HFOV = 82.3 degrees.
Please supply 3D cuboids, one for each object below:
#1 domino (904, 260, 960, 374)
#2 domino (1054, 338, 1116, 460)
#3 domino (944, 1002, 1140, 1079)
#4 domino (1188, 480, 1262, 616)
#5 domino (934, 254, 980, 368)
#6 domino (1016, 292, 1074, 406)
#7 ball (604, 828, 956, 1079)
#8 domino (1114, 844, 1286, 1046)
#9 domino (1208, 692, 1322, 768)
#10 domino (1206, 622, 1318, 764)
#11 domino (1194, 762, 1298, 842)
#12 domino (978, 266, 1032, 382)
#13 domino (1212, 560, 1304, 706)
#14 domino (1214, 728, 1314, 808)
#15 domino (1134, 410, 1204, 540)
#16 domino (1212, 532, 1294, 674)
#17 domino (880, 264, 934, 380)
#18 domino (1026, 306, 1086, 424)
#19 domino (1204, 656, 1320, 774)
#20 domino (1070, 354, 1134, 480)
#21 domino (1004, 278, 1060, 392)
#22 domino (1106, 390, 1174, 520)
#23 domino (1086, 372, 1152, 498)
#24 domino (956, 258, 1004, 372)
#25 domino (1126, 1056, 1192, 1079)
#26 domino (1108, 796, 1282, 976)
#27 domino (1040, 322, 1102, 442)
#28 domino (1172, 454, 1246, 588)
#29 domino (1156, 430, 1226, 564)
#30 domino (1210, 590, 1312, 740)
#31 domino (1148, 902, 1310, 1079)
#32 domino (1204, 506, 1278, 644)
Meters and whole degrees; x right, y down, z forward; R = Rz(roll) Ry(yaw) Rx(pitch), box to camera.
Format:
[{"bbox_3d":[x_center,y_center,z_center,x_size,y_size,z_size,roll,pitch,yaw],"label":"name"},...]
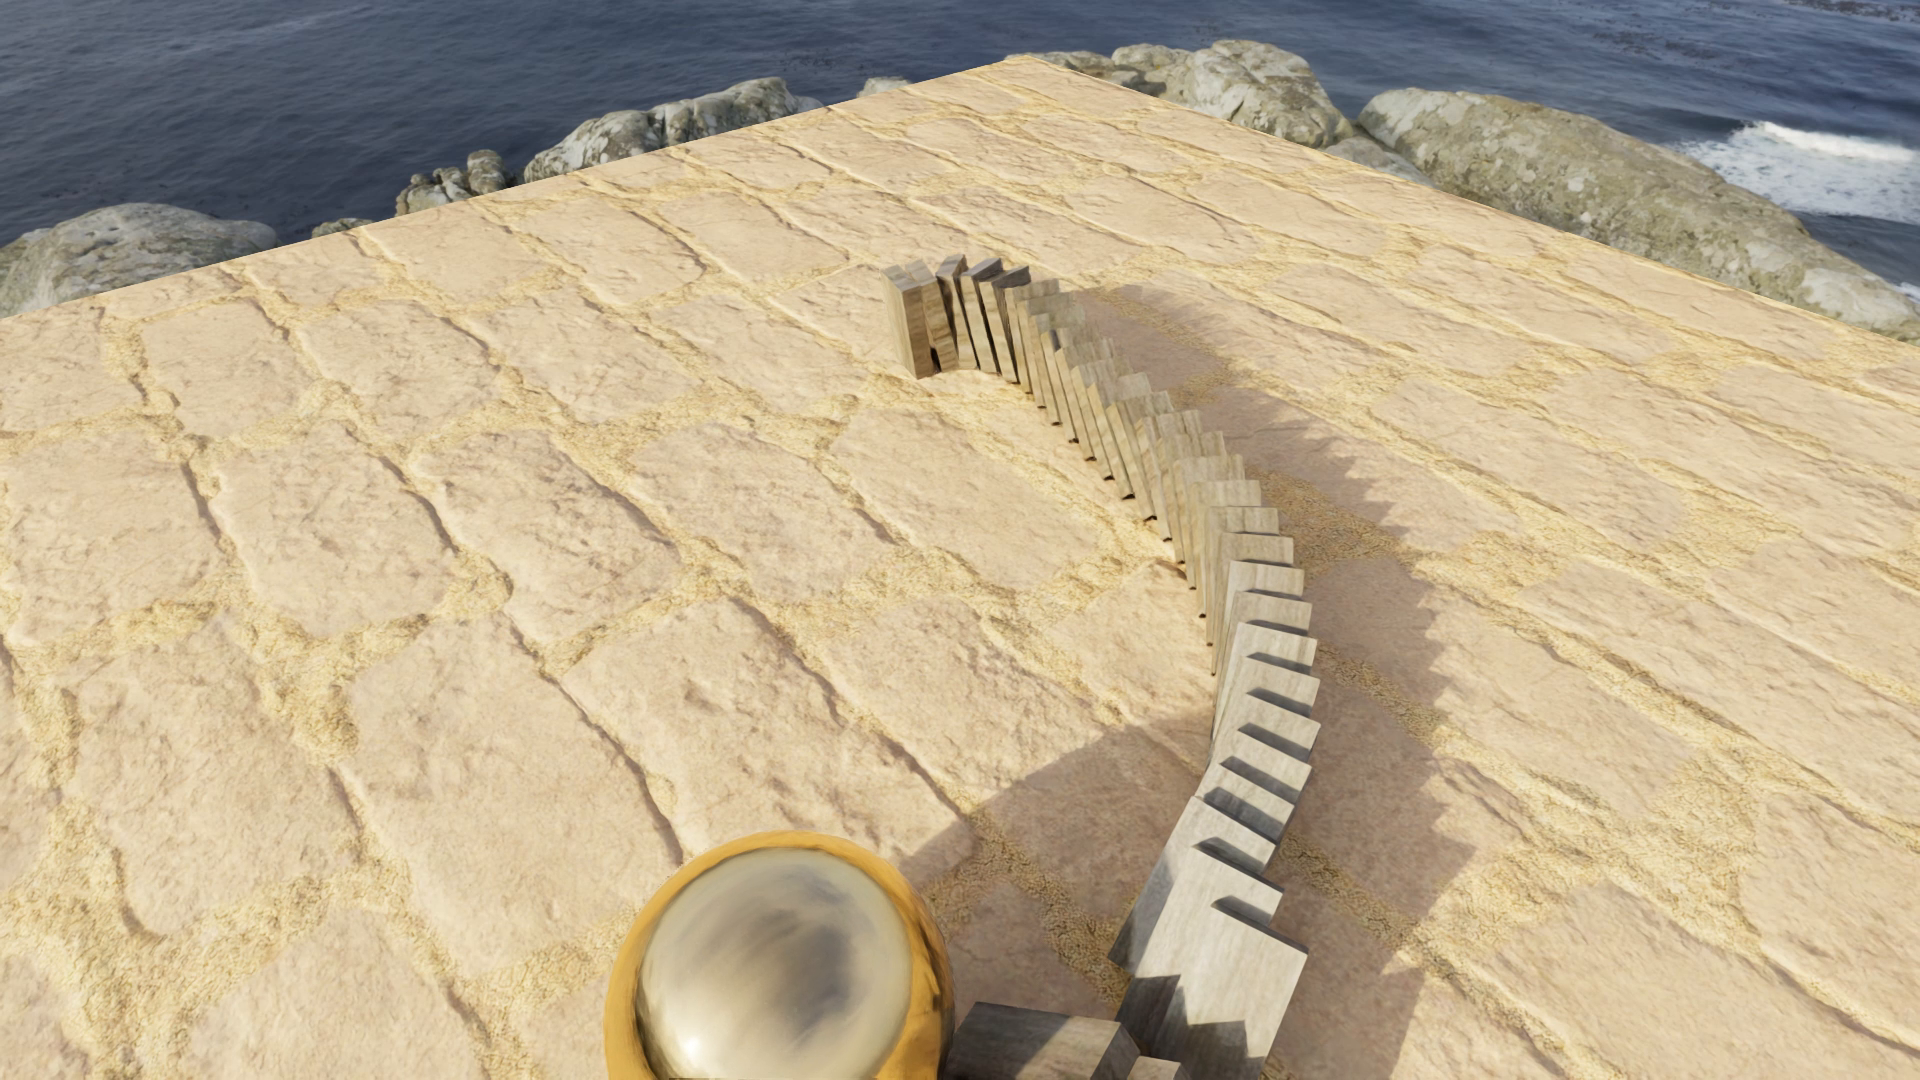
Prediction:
[{"bbox_3d":[-0.014,-0.111,0.546,0.009,0.050,0.025,-22,43,-6],"label":"domino"},{"bbox_3d":[0.062,-0.064,0.495,0.025,0.050,0.009,-15,-2,-18],"label":"domino"},{"bbox_3d":[0.016,0.127,0.265,0.050,0.010,0.025,-17,20,46],"label":"domino"},{"bbox_3d":[0.102,0.003,0.417,0.025,0.009,0.050,-2,78,-2],"label":"domino"},{"bbox_3d":[0.001,-0.114,0.550,0.009,0.050,0.025,-4,36,21],"label":"domino"},{"bbox_3d":[0.045,-0.091,0.524,0.025,0.050,0.010,-15,10,-18],"label":"domino"},{"bbox_3d":[-0.041,0.108,0.255,0.080,0.080,0.080,0,39,0],"label":"ball"},{"bbox_3d":[0.062,0.108,0.285,0.025,0.009,0.050,24,89,22],"label":"domino"},{"bbox_3d":[0.087,0.074,0.330,0.025,0.009,0.050,21,83,24],"label":"domino"},{"bbox_3d":[0.097,0.054,0.355,0.025,0.009,0.050,13,79,15],"label":"domino"},{"bbox_3d":[0.071,0.091,0.309,0.025,0.009,0.050,27,85,28],"label":"domino"},{"bbox_3d":[0.028,-0.106,0.541,0.025,0.050,0.010,-30,25,-32],"label":"domino"},{"bbox_3d":[0.103,0.034,0.379,0.025,0.009,0.050,7,79,9],"label":"domino"},{"bbox_3d":[0.080,0.083,0.319,0.025,0.010,0.050,25,85,27],"label":"domino"},{"bbox_3d":[0.091,-0.027,0.453,0.025,0.009,0.050,-10,80,-12],"label":"domino"},{"bbox_3d":[0.104,0.024,0.392,0.025,0.009,0.050,5,78,6],"label":"domino"},{"bbox_3d":[-0.026,-0.107,0.541,0.010,0.050,0.025,-23,44,-15],"label":"domino"},{"bbox_3d":[0.050,-0.082,0.515,0.025,0.050,0.009,-15,5,-18],"label":"domino"},{"bbox_3d":[0.092,0.064,0.342,0.025,0.010,0.050,16,81,19],"label":"domino"},{"bbox_3d":[0.068,-0.054,0.485,0.025,0.009,0.050,-15,85,-18],"label":"domino"},{"bbox_3d":[0.039,-0.099,0.534,0.025,0.050,0.010,-16,15,-19],"label":"domino"},{"bbox_3d":[0.082,-0.036,0.464,0.025,0.010,0.050,-15,82,-18],"label":"domino"},{"bbox_3d":[0.075,-0.045,0.474,0.025,0.010,0.050,-15,84,-18],"label":"domino"},{"bbox_3d":[0.016,-0.111,0.547,0.010,0.050,0.025,8,36,39],"label":"domino"},{"bbox_3d":[0.029,0.133,0.258,0.050,0.010,0.025,-17,20,46],"label":"domino"},{"bbox_3d":[0.063,0.098,0.298,0.025,0.009,0.050,28,90,28],"label":"domino"},{"bbox_3d":[0.056,-0.073,0.505,0.025,0.050,0.009,-15,1,-18],"label":"domino"},{"bbox_3d":[0.100,-0.007,0.429,0.025,0.010,0.050,-4,79,-5],"label":"domino"},{"bbox_3d":[0.096,-0.017,0.441,0.025,0.009,0.050,-6,80,-8],"label":"domino"},{"bbox_3d":[0.100,0.044,0.367,0.025,0.010,0.050,10,79,12],"label":"domino"},{"bbox_3d":[0.065,0.119,0.272,0.025,0.010,0.050,22,88,22],"label":"domino"},{"bbox_3d":[0.104,0.013,0.404,0.025,0.010,0.050,1,78,2],"label":"domino"}]
